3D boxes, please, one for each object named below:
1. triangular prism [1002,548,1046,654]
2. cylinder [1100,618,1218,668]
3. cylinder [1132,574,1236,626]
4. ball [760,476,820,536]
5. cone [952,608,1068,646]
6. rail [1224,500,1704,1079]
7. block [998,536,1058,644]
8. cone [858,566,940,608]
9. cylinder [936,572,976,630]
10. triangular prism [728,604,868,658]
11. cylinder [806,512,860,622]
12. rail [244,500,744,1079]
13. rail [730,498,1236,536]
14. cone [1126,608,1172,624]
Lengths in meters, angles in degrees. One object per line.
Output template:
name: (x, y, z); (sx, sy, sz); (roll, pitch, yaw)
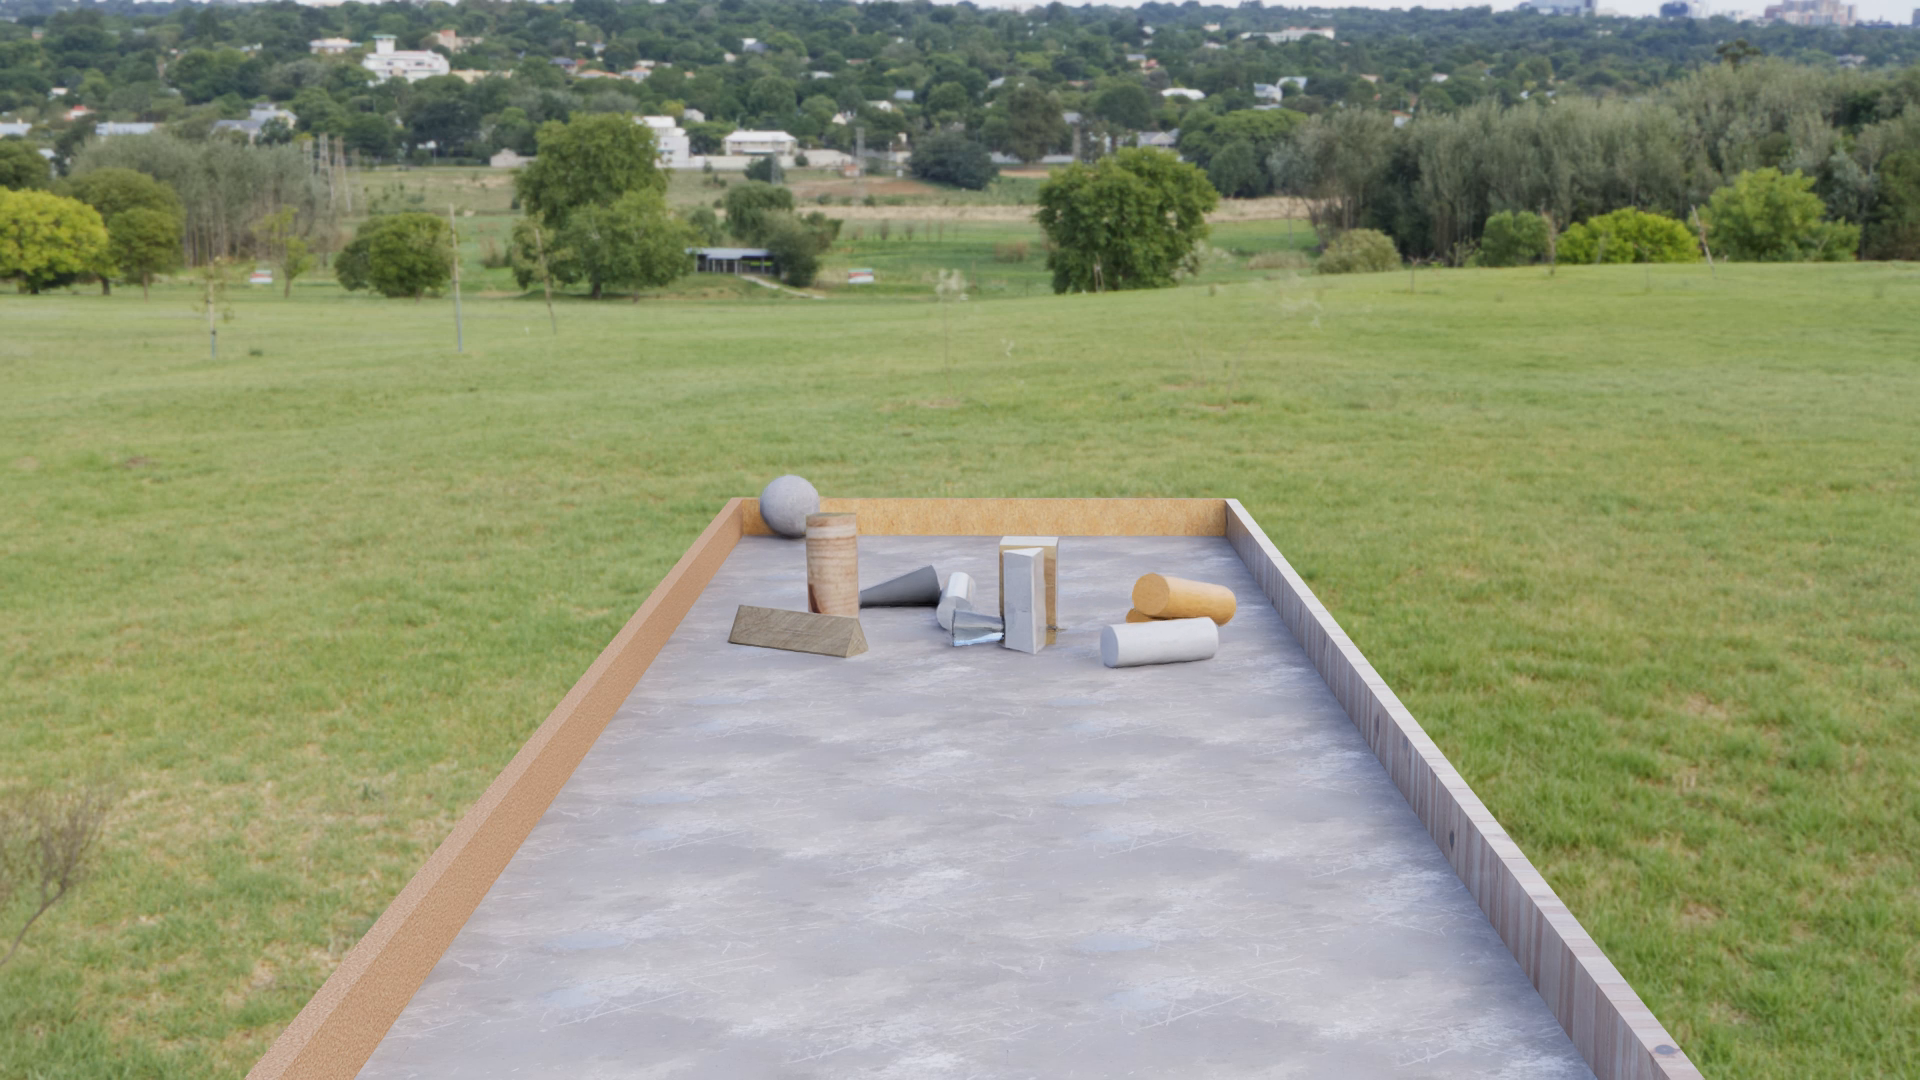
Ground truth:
triangular prism: (0.223, 0.185, 6.842); (0.112, 0.308, 0.129); (-12, 14, -42)
cylinder: (0.603, 0.309, 6.652); (0.334, 0.129, 0.129); (-4, 10, -21)
cylinder: (0.724, 0.193, 7.067); (0.134, 0.134, 0.428); (7, -2, 37)
ball: (-0.695, -0.141, 8.999); (0.248, 0.248, 0.248); (0, 9, 0)
cone: (0.162, 0.278, 6.907); (0.366, 0.119, 0.119); (1, 9, -4)
rail: (1.046, 0.843, 3.208); (0.050, 0.150, 12.000); (0, 9, 1)
block: (0.220, 0.158, 7.003); (0.177, 0.315, 0.177); (1, 9, 6)
cone: (-0.296, 0.196, 7.559); (0.437, 0.135, 0.135); (-11, 12, -13)
cylinder: (-0.011, 0.203, 7.351); (0.118, 0.118, 0.452); (0, 9, 2)
triangular prism: (-0.508, 0.277, 6.883); (0.444, 0.111, 0.129); (5, 10, 30)
cylinder: (-0.404, 0.115, 6.982); (0.163, 0.395, 0.163); (-1, 5, 0)
rail: (-1.004, 0.839, 3.234); (0.050, 0.150, 12.000); (0, 9, 1)
rail: (0.099, -0.098, 9.147); (2.100, 0.150, 0.050); (0, 9, 1)
cone: (0.698, 0.269, 7.139); (0.108, 0.108, 0.391); (8, 4, 42)
